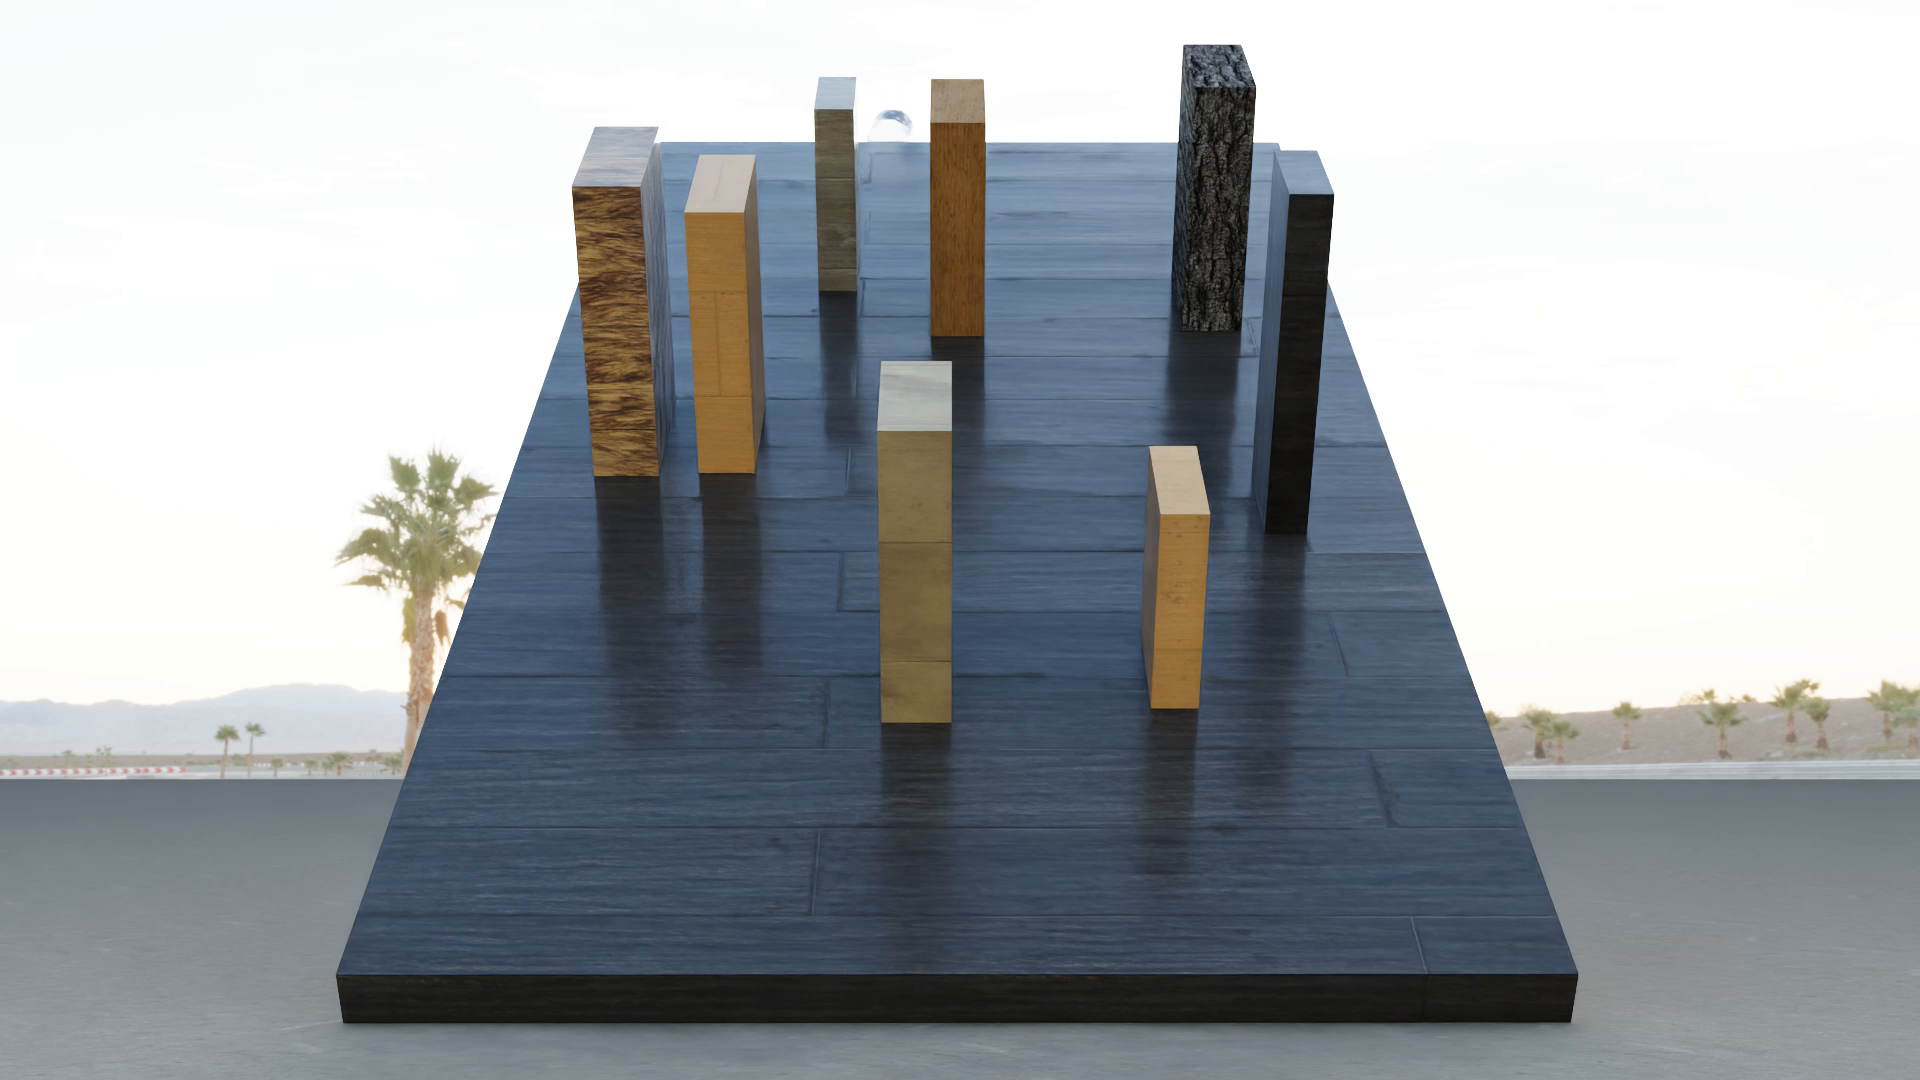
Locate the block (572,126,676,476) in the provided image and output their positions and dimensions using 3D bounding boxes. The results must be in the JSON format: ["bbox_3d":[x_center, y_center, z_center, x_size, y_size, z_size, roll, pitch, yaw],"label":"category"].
[{"bbox_3d":[-0.750,-0.538,5.394,0.146,0.687,0.386,0,29,0],"label":"block"}]

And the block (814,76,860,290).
[{"bbox_3d":[-0.322,-0.941,6.327,0.102,0.498,0.267,0,29,0],"label":"block"}]

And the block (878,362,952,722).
[{"bbox_3d":[-0.081,0.005,4.486,0.131,0.610,0.295,0,29,0],"label":"block"}]

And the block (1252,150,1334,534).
[{"bbox_3d":[0.702,-0.414,5.087,0.091,0.774,0.261,0,29,0],"label":"block"}]

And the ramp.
[{"bbox_3d":[-0.012,-0.219,5.634,2.000,0.100,4.000,0,29,0],"label":"ramp"}]

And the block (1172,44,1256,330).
[{"bbox_3d":[0.642,-0.898,6.107,0.150,0.641,0.352,0,29,0],"label":"block"}]

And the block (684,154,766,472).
[{"bbox_3d":[-0.526,-0.511,5.412,0.126,0.623,0.361,0,29,0],"label":"block"}]

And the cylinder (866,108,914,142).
[{"bbox_3d":[-0.216,-1.250,7.432,0.134,0.134,0.134,-1,30,6],"label":"cylinder"}]

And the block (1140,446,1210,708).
[{"bbox_3d":[0.408,0.070,4.571,0.090,0.418,0.277,0,29,0],"label":"block"}]

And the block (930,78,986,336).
[{"bbox_3d":[-0.007,-0.846,6.089,0.136,0.563,0.342,0,29,0],"label":"block"}]
